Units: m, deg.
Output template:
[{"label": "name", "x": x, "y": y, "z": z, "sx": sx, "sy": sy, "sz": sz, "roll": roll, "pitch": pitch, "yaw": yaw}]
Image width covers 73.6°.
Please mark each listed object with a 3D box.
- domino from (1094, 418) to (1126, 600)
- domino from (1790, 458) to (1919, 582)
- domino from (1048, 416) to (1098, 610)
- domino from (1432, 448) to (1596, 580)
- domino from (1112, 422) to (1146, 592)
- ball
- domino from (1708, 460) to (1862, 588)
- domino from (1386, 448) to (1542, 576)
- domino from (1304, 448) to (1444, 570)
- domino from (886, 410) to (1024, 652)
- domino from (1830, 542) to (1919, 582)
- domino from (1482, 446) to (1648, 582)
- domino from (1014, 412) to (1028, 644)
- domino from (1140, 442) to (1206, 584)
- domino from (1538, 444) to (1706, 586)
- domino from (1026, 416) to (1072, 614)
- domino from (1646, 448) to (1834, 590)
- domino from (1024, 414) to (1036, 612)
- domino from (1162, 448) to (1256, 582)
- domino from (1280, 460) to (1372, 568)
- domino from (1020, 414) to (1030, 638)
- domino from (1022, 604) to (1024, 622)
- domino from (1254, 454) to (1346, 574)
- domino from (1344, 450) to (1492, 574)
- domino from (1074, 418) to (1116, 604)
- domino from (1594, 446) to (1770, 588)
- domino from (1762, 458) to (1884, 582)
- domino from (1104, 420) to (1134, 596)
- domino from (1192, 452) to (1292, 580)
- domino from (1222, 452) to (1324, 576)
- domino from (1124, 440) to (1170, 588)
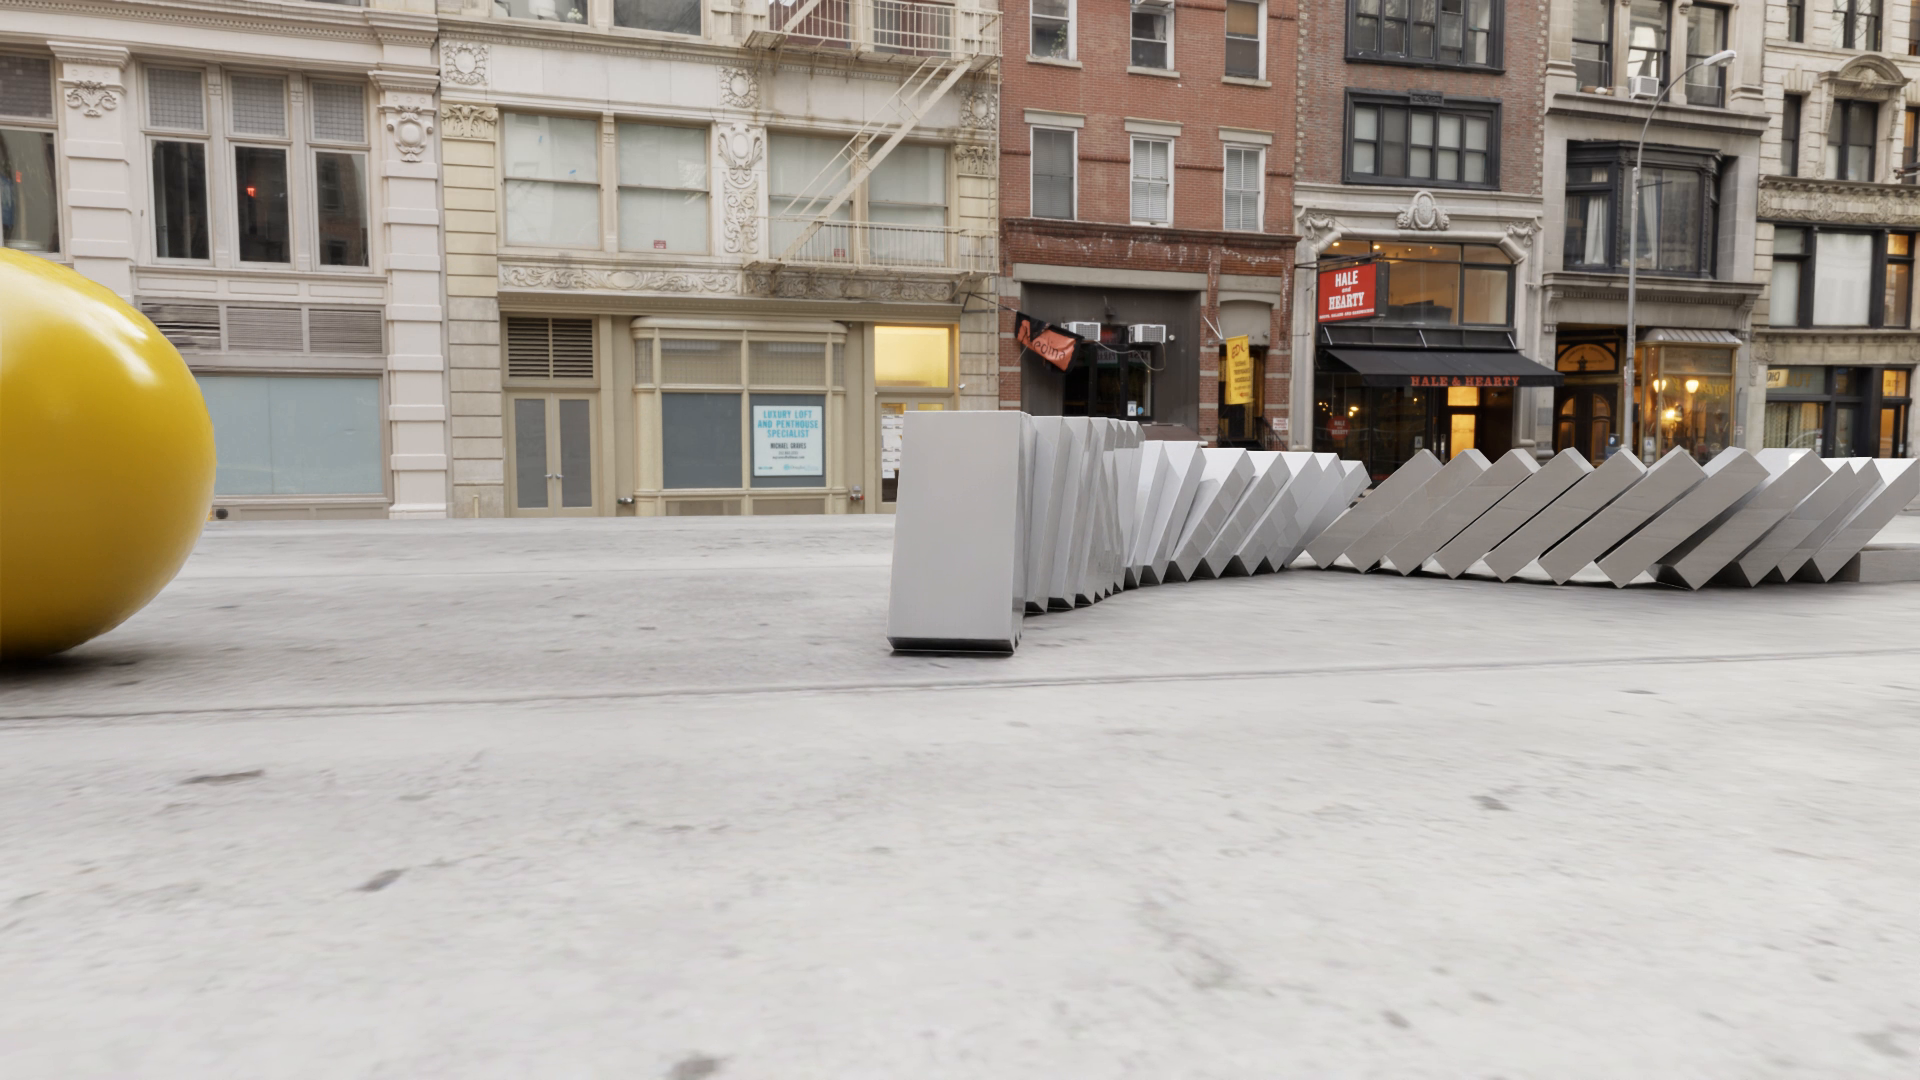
[{"label": "domino", "x": 0.030, "y": -0.009, "z": 0.358, "sx": 0.025, "sy": 0.050, "sz": 0.010, "roll": 2, "pitch": -20, "yaw": 23}, {"label": "domino", "x": 0.277, "y": -0.007, "z": 0.407, "sx": 0.050, "sy": 0.010, "sz": 0.025, "roll": -39, "pitch": 13, "yaw": -10}, {"label": "domino", "x": 0.020, "y": -0.008, "z": 0.339, "sx": 0.025, "sy": 0.050, "sz": 0.009, "roll": 2, "pitch": -19, "yaw": 23}, {"label": "domino", "x": 0.174, "y": -0.008, "z": 0.403, "sx": 0.050, "sy": 0.009, "sz": 0.025, "roll": -46, "pitch": -18, "yaw": 27}, {"label": "domino", "x": 0.038, "y": -0.010, "z": 0.378, "sx": 0.025, "sy": 0.050, "sz": 0.009, "roll": 2, "pitch": -21, "yaw": 24}, {"label": "ball", "x": -0.186, "y": -0.016, "z": 0.242, "sx": 0.080, "sy": 0.080, "sz": 0.080, "roll": 0, "pitch": 4, "yaw": 0}, {"label": "domino", "x": 0.247, "y": -0.006, "z": 0.394, "sx": 0.050, "sy": 0.009, "sz": 0.025, "roll": -38, "pitch": 13, "yaw": -10}, {"label": "domino", "x": 0.162, "y": -0.009, "z": 0.412, "sx": 0.050, "sy": 0.010, "sz": 0.025, "roll": -46, "pitch": -20, "yaw": 26}, {"label": "domino", "x": 0.141, "y": -0.010, "z": 0.434, "sx": 0.050, "sy": 0.009, "sz": 0.025, "roll": -44, "pitch": -14, "yaw": 20}, {"label": "domino", "x": 0.000, "y": -0.002, "z": 0.268, "sx": 0.025, "sy": 0.050, "sz": 0.010, "roll": 1, "pitch": -20, "yaw": 8}, {"label": "domino", "x": 0.297, "y": 0.007, "z": 0.412, "sx": 0.050, "sy": 0.009, "sz": 0.025, "roll": -1, "pitch": 4, "yaw": -15}, {"label": "domino", "x": 0.186, "y": -0.008, "z": 0.394, "sx": 0.050, "sy": 0.009, "sz": 0.025, "roll": -46, "pitch": -17, "yaw": 27}, {"label": "domino", "x": 0.001, "y": -0.003, "z": 0.278, "sx": 0.025, "sy": 0.050, "sz": 0.010, "roll": 1, "pitch": -20, "yaw": 8}, {"label": "domino", "x": 0.058, "y": -0.009, "z": 0.403, "sx": 0.025, "sy": 0.050, "sz": 0.010, "roll": 3, "pitch": -37, "yaw": 34}, {"label": "domino", "x": 0.198, "y": -0.008, "z": 0.386, "sx": 0.050, "sy": 0.010, "sz": 0.025, "roll": -46, "pitch": -14, "yaw": 25}, {"label": "domino", "x": 0.013, "y": -0.007, "z": 0.331, "sx": 0.025, "sy": 0.050, "sz": 0.010, "roll": 2, "pitch": -19, "yaw": 23}, {"label": "domino", "x": 0.229, "y": -0.007, "z": 0.381, "sx": 0.050, "sy": 0.010, "sz": 0.025, "roll": -43, "pitch": 0, "yaw": 6}, {"label": "domino", "x": 0.005, "y": -0.006, "z": 0.321, "sx": 0.025, "sy": 0.050, "sz": 0.010, "roll": 0, "pitch": -20, "yaw": 13}, {"label": "domino", "x": 0.072, "y": -0.009, "z": 0.413, "sx": 0.025, "sy": 0.010, "sz": 0.050, "roll": 4, "pitch": 49, "yaw": 46}, {"label": "domino", "x": 0.120, "y": -0.010, "z": 0.455, "sx": 0.050, "sy": 0.010, "sz": 0.025, "roll": -40, "pitch": 22, "yaw": -22}, {"label": "domino", "x": 0.002, "y": -0.004, "z": 0.289, "sx": 0.025, "sy": 0.050, "sz": 0.010, "roll": 1, "pitch": -20, "yaw": 8}, {"label": "domino", "x": 0.003, "y": -0.006, "z": 0.310, "sx": 0.025, "sy": 0.050, "sz": 0.010, "roll": -1, "pitch": -20, "yaw": 8}, {"label": "domino", "x": 0.109, "y": -0.010, "z": 0.440, "sx": 0.025, "sy": 0.009, "sz": 0.050, "roll": 5, "pitch": 46, "yaw": 51}, {"label": "domino", "x": 0.151, "y": -0.009, "z": 0.422, "sx": 0.050, "sy": 0.009, "sz": 0.025, "roll": -46, "pitch": -19, "yaw": 26}, {"label": "domino", "x": 0.026, "y": -0.008, "z": 0.348, "sx": 0.025, "sy": 0.050, "sz": 0.009, "roll": 2, "pitch": -19, "yaw": 23}, {"label": "domino", "x": 0.212, "y": -0.007, "z": 0.380, "sx": 0.050, "sy": 0.009, "sz": 0.025, "roll": -44, "pitch": -10, "yaw": 20}, {"label": "domino", "x": 0.262, "y": -0.007, "z": 0.404, "sx": 0.050, "sy": 0.009, "sz": 0.025, "roll": -39, "pitch": 13, "yaw": -13}, {"label": "domino", "x": 0.034, "y": -0.010, "z": 0.368, "sx": 0.025, "sy": 0.050, "sz": 0.009, "roll": 2, "pitch": -21, "yaw": 23}, {"label": "domino", "x": 0.085, "y": -0.009, "z": 0.422, "sx": 0.025, "sy": 0.010, "sz": 0.050, "roll": 5, "pitch": 48, "yaw": 50}, {"label": "domino", "x": 0.098, "y": -0.010, "z": 0.430, "sx": 0.025, "sy": 0.010, "sz": 0.050, "roll": 6, "pitch": 47, "yaw": 51}, {"label": "domino", "x": 0.046, "y": -0.009, "z": 0.393, "sx": 0.025, "sy": 0.050, "sz": 0.010, "roll": 1, "pitch": -39, "yaw": 25}]
